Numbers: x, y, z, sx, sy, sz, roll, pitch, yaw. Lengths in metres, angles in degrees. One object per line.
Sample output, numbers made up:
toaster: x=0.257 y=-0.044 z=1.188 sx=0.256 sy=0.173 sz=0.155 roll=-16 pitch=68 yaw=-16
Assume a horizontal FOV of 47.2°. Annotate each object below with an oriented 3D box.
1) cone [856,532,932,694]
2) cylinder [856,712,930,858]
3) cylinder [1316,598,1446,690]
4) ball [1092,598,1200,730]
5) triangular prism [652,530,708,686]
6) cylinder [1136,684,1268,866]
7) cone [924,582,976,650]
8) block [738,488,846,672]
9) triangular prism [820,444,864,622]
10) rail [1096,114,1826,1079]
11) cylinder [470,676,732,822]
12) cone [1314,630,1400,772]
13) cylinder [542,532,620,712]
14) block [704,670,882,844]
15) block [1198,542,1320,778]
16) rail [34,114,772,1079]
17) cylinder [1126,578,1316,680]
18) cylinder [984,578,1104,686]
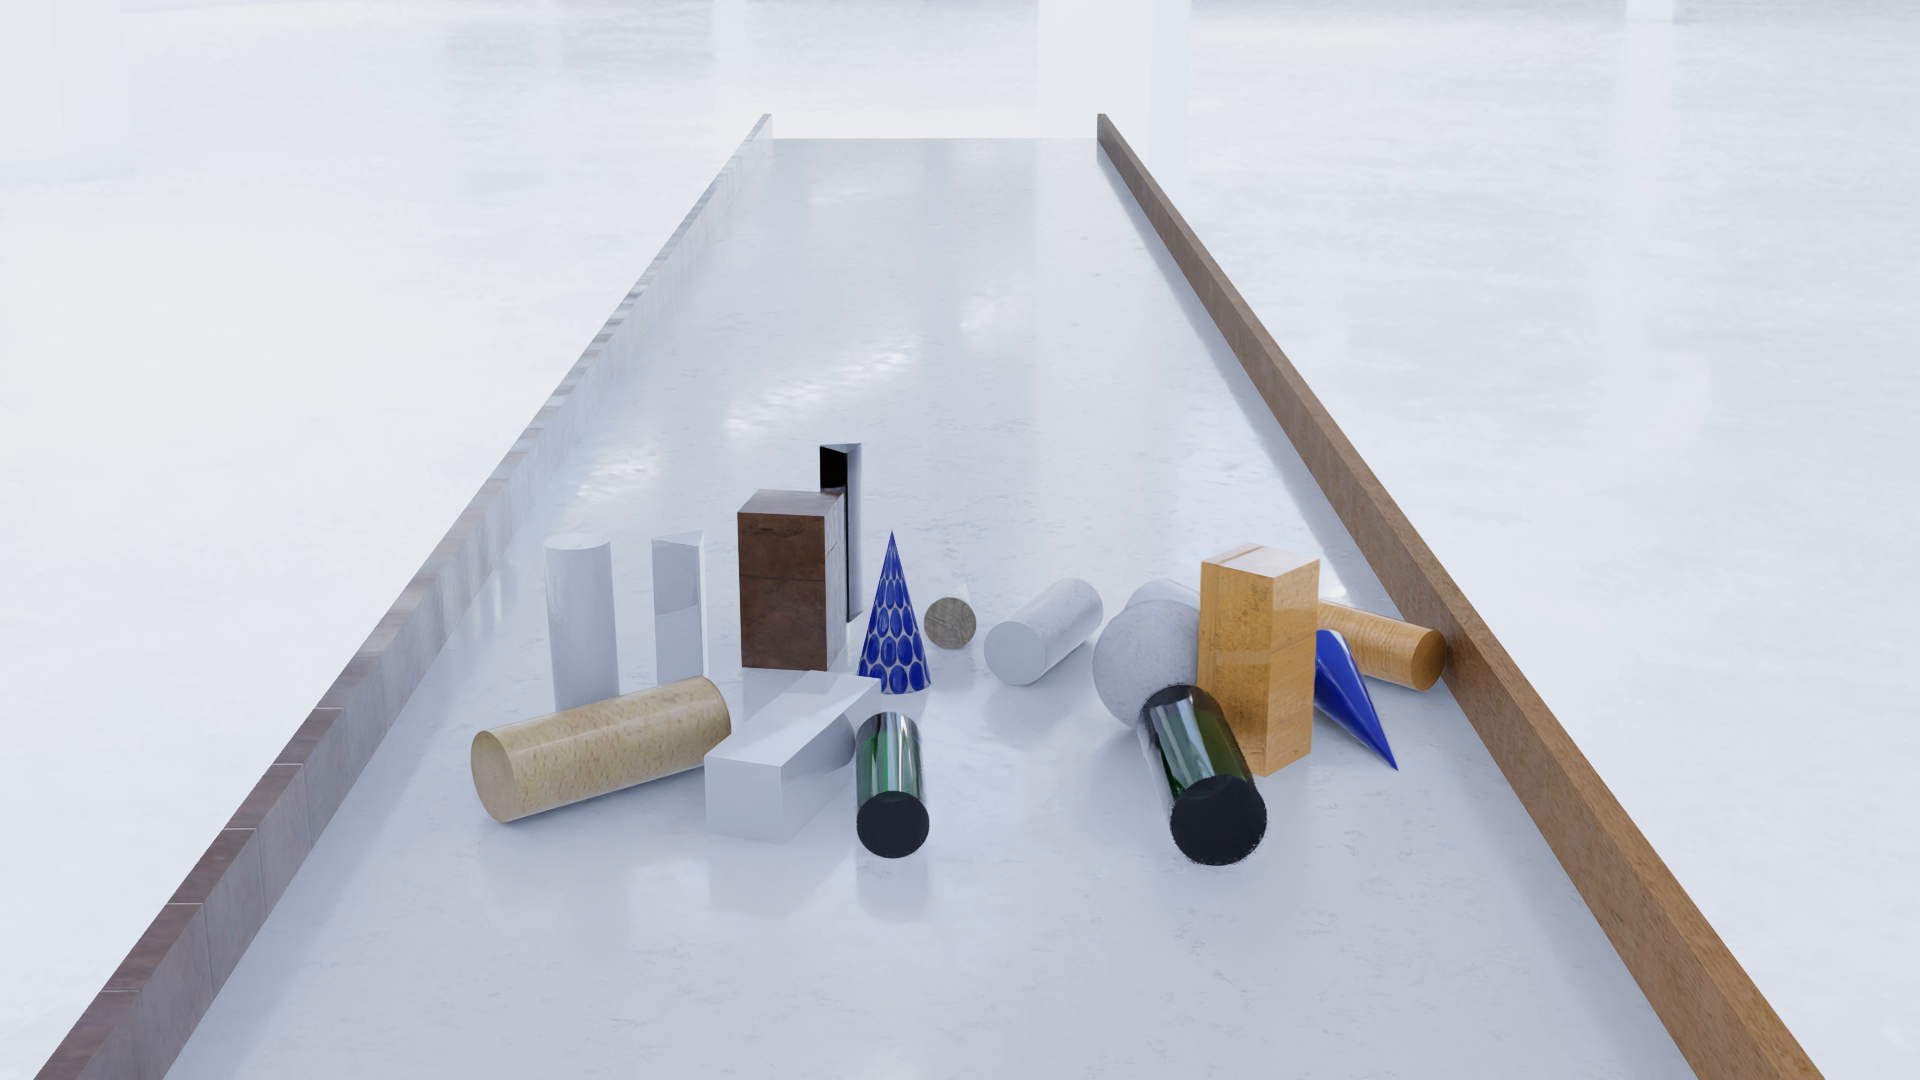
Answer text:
cone: x=-0.130 y=0.127 z=4.256 sx=0.152 sy=0.310 sz=0.152 roll=0 pitch=17 yaw=0
cylinder: x=-0.115 y=0.403 z=3.665 sx=0.117 sy=0.117 sz=0.348 roll=-1 pitch=17 yaw=-3
cylinder: x=0.742 y=0.186 z=4.389 sx=0.121 sy=0.121 sz=0.456 roll=-16 pitch=23 yaw=-42
ball: x=0.365 y=0.231 z=4.014 sx=0.248 sy=0.248 sz=0.248 roll=0 pitch=17 yaw=0
triangular prism: x=-0.509 y=0.147 z=4.167 sx=0.105 sy=0.322 sz=0.091 roll=9 pitch=19 yaw=27
cylinder: x=0.398 y=0.385 z=3.662 sx=0.155 sy=0.155 sz=0.410 roll=-1 pitch=17 yaw=-3
cone: x=-0.004 y=0.132 z=4.689 sx=0.108 sy=0.108 sz=0.450 roll=1 pitch=10 yaw=4
block: x=-0.334 y=0.079 z=4.398 sx=0.174 sy=0.321 sz=0.174 roll=3 pitch=17 yaw=9
triangular prism: x=-0.236 y=-0.019 z=4.640 sx=0.076 sy=0.370 sz=0.088 roll=-14 pitch=22 yaw=-40
rail: x=0.932 y=-0.844 z=7.801 sx=0.050 sy=0.150 sz=12.000 roll=0 pitch=17 yaw=-1
cylinder: x=-0.610 y=0.354 z=3.766 sx=0.421 sy=0.156 sz=0.156 roll=-13 pitch=21 yaw=-38
cone: x=0.726 y=0.319 z=4.033 sx=0.139 sy=0.139 sz=0.400 roll=-4 pitch=27 yaw=-13
cylinder: x=-0.661 y=0.195 z=3.866 sx=0.117 sy=0.398 sz=0.117 roll=-1 pitch=15 yaw=0
block: x=-0.278 y=0.364 z=3.763 sx=0.136 sy=0.136 sz=0.433 roll=6 pitch=18 yaw=19
block: x=0.524 y=0.209 z=3.882 sx=0.149 sy=0.365 sz=0.149 roll=14 pitch=21 yaw=39
rail: x=-1.118 y=-0.838 z=7.780 sx=0.050 sy=0.150 sz=12.000 roll=0 pitch=17 yaw=-1
cylinder: x=0.490 y=0.210 z=4.225 sx=0.169 sy=0.169 sz=0.410 roll=-9 pitch=19 yaw=-27
cylinder: x=0.170 y=0.180 z=4.389 sx=0.132 sy=0.132 sz=0.308 roll=7 pitch=18 yaw=23
